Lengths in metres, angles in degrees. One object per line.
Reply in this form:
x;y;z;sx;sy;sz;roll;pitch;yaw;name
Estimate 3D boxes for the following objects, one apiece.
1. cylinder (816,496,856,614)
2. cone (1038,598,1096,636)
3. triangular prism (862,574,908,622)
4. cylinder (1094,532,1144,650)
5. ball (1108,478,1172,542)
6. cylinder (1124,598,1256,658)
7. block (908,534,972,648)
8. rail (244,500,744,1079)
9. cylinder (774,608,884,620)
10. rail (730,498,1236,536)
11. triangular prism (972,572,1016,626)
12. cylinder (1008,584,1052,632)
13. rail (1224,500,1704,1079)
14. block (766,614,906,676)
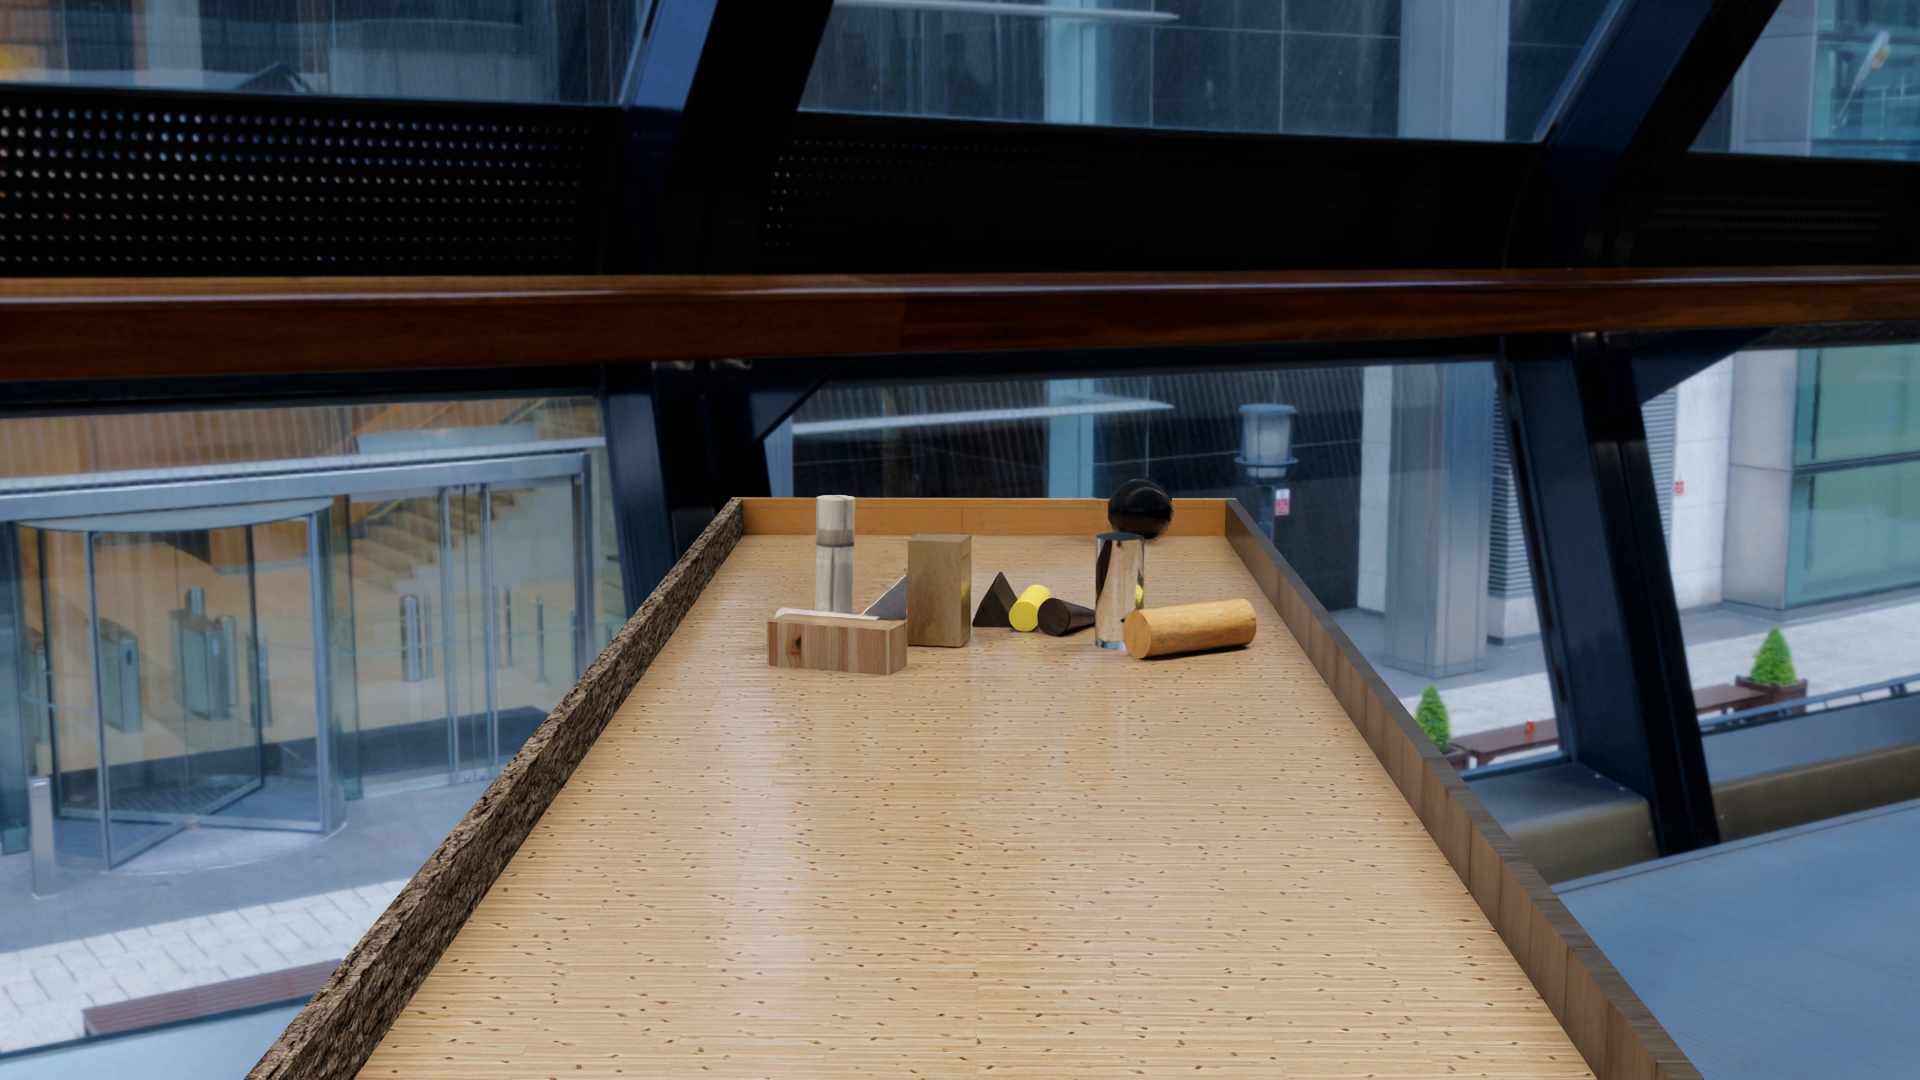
-0.397;0.091;6.969;0.122;0.455;0.122;1;9;0;cylinder
0.413;0.253;7.221;0.122;0.122;0.387;7;2;37;cone
-0.199;0.185;7.075;0.104;0.090;0.358;7;37;41;triangular prism
0.501;0.159;6.910;0.152;0.343;0.152;0;9;0;cylinder
0.728;-0.120;8.934;0.260;0.260;0.260;0;9;0;ball
0.714;0.272;6.817;0.402;0.148;0.148;-5;10;-30;cylinder
-0.064;0.157;6.952;0.171;0.331;0.171;2;8;11;block
-1.004;0.839;3.234;0.050;0.150;12.000;0;9;1;rail
-0.406;0.282;6.869;0.349;0.114;0.114;5;10;27;cylinder
0.099;-0.098;9.147;2.100;0.150;0.050;0;9;1;rail
0.124;0.195;7.377;0.138;0.120;0.362;1;9;5;triangular prism
0.234;0.224;7.276;0.100;0.100;0.312;2;9;10;cylinder
1.046;0.843;3.208;0.050;0.150;12.000;0;9;1;rail
-0.370;0.312;6.608;0.398;0.136;0.136;3;10;20;block
